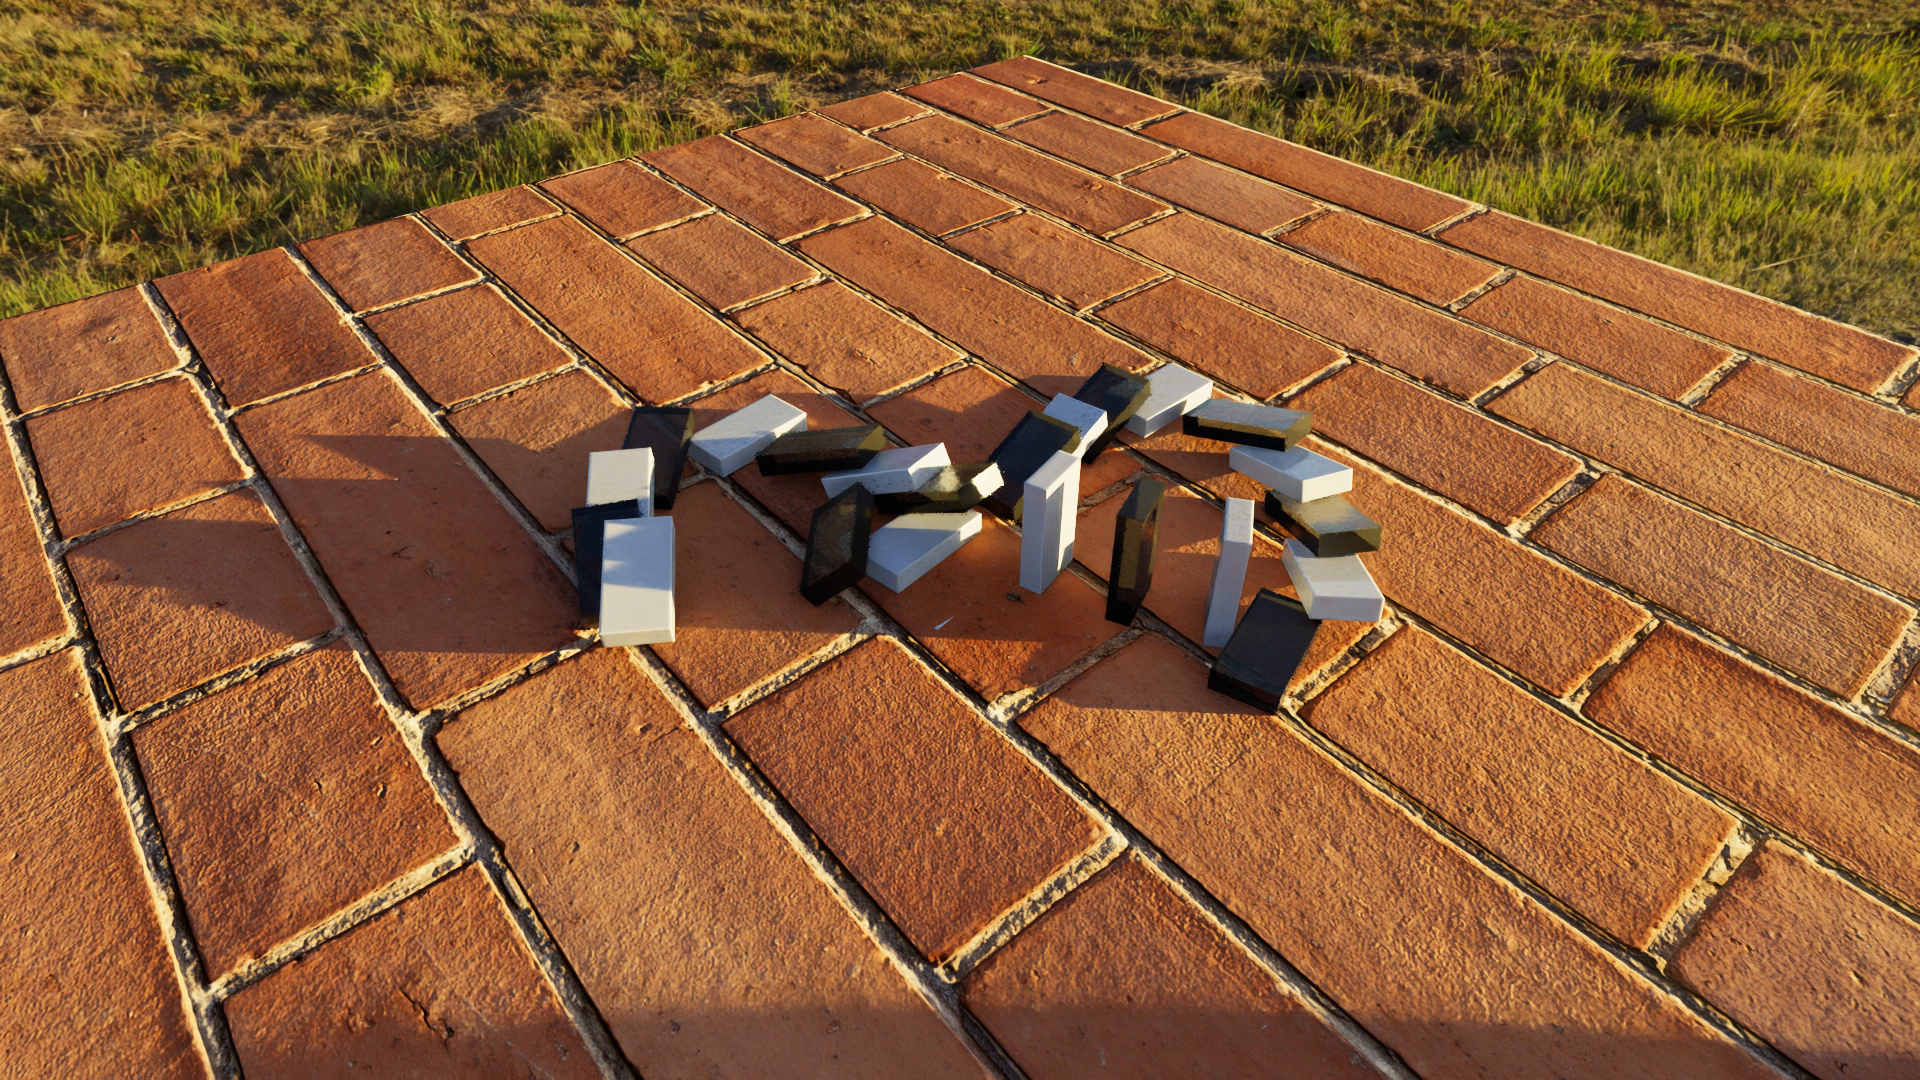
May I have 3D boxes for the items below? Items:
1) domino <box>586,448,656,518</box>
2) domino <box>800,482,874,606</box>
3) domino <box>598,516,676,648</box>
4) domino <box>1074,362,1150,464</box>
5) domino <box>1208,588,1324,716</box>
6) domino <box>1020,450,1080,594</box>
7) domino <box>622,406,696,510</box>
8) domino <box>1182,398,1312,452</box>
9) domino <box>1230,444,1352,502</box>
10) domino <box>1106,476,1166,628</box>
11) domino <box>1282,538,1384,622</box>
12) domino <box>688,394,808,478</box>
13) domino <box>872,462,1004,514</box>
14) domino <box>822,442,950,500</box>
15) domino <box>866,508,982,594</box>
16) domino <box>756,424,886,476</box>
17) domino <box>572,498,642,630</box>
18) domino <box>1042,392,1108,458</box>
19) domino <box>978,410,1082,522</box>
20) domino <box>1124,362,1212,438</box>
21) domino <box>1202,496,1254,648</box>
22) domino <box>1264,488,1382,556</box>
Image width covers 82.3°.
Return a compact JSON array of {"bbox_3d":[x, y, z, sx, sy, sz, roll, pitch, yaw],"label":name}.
[{"bbox_3d":[-0.139,-0.015,0.450,0.025,0.010,0.050,-5,56,-6],"label":"domino"},{"bbox_3d":[-0.048,0.001,0.432,0.025,0.009,0.050,-31,33,23],"label":"domino"},{"bbox_3d":[-0.119,0.015,0.408,0.025,0.010,0.050,-4,55,-8],"label":"domino"},{"bbox_3d":[0.063,-0.059,0.505,0.025,0.009,0.050,28,62,29],"label":"domino"},{"bbox_3d":[0.111,0.039,0.396,0.025,0.010,0.050,22,44,24],"label":"domino"},{"bbox_3d":[0.034,-0.006,0.419,0.010,0.050,0.025,23,45,26],"label":"domino"},{"bbox_3d":[-0.133,-0.036,0.478,0.025,0.010,0.050,2,54,3],"label":"domino"},{"bbox_3d":[0.129,-0.052,0.496,0.050,0.009,0.025,16,34,39],"label":"domino"},{"bbox_3d":[0.140,-0.031,0.470,0.025,0.010,0.050,-14,25,-18],"label":"domino"},{"bbox_3d":[0.064,0.005,0.406,0.010,0.050,0.025,17,42,20],"label":"domino"},{"bbox_3d":[0.140,0.014,0.416,0.025,0.010,0.050,2,24,3],"label":"domino"},{"bbox_3d":[-0.097,-0.048,0.503,0.025,0.010,0.050,29,48,31],"label":"domino"},{"bbox_3d":[-0.010,-0.021,0.447,0.050,0.010,0.025,1,29,45],"label":"domino"},{"bbox_3d":[-0.031,-0.029,0.461,0.050,0.009,0.025,-3,27,39],"label":"domino"},{"bbox_3d":[-0.017,0.000,0.444,0.025,0.010,0.050,29,47,30],"label":"domino"},{"bbox_3d":[-0.060,-0.039,0.477,0.050,0.009,0.025,-3,27,24],"label":"domino"},{"bbox_3d":[-0.133,0.009,0.422,0.025,0.010,0.050,-10,57,-12],"label":"domino"},{"bbox_3d":[0.041,-0.041,0.484,0.025,0.009,0.050,26,62,29],"label":"domino"},{"bbox_3d":[0.027,-0.032,0.467,0.025,0.009,0.050,26,62,28],"label":"domino"},{"bbox_3d":[0.095,-0.068,0.526,0.050,0.009,0.025,-31,48,-32],"label":"domino"},{"bbox_3d":[0.097,0.012,0.396,0.010,0.050,0.025,9,40,10],"label":"domino"},{"bbox_3d":[0.145,-0.009,0.443,0.025,0.009,0.050,-6,23,-7],"label":"domino"}]
